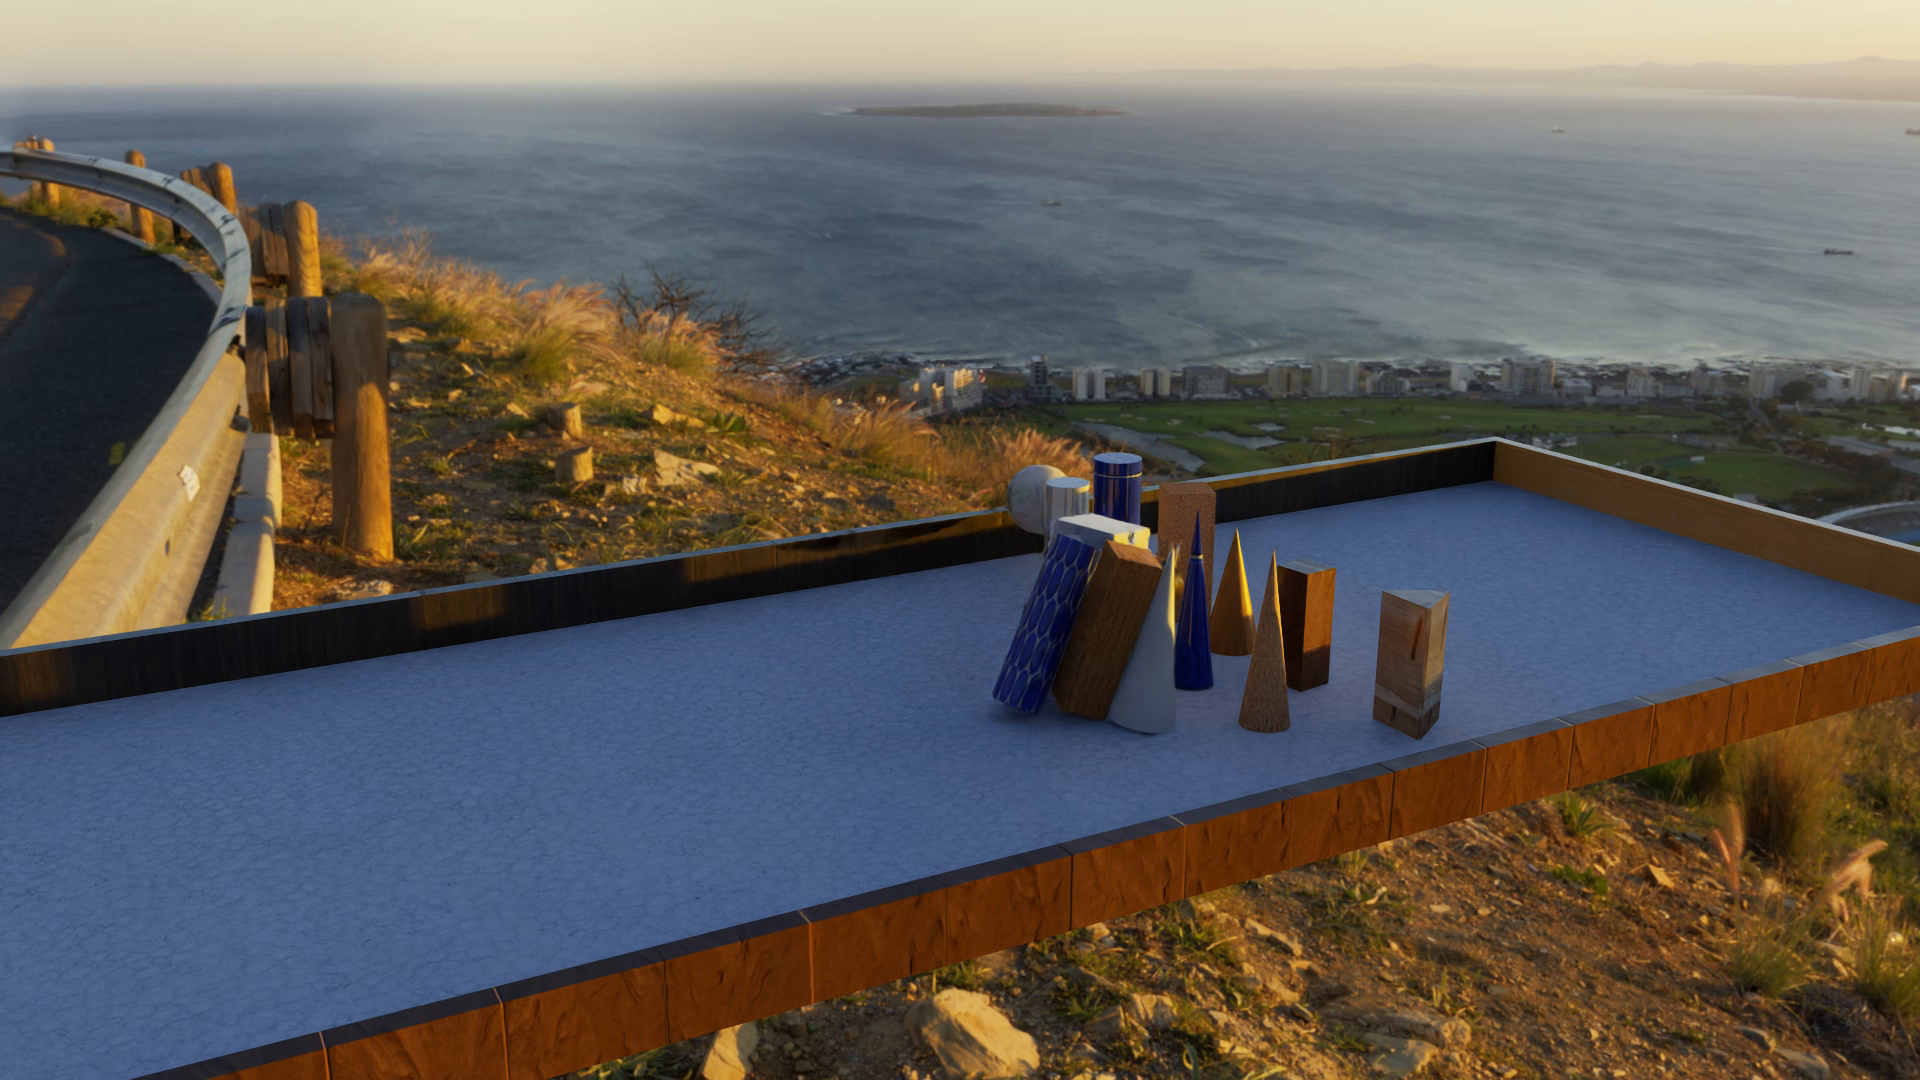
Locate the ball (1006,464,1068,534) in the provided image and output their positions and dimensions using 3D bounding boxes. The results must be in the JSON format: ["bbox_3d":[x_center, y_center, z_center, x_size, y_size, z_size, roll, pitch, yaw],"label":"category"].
[{"bbox_3d":[0.244,-0.124,5.007,0.213,0.213,0.213,0,16,0],"label":"ball"}]

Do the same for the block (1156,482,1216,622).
[{"bbox_3d":[0.626,0.033,4.589,0.128,0.368,0.128,-2,16,-6],"label":"block"}]

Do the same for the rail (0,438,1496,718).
[{"bbox_3d":[-3.305,0.497,3.399,12.000,0.150,0.050,-9,18,-27],"label":"rail"}]

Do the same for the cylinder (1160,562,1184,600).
[{"bbox_3d":[0.400,0.165,4.361,0.424,0.109,0.109,-18,24,-34],"label":"cylinder"}]

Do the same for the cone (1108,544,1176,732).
[{"bbox_3d":[0.458,0.212,3.823,0.160,0.438,0.160,8,16,-2],"label":"cone"}]

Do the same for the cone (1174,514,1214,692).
[{"bbox_3d":[0.579,0.140,4.070,0.113,0.456,0.113,0,16,0],"label":"cone"}]

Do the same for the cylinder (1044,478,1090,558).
[{"bbox_3d":[0.297,0.022,4.610,0.123,0.378,0.123,0,16,0],"label":"cylinder"}]

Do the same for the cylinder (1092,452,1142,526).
[{"bbox_3d":[0.458,-0.050,4.831,0.139,0.391,0.139,0,16,0],"label":"cylinder"}]

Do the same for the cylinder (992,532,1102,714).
[{"bbox_3d":[0.207,0.198,3.919,0.123,0.418,0.123,21,1,-1],"label":"cylinder"}]

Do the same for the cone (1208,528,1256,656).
[{"bbox_3d":[0.721,0.125,4.345,0.150,0.330,0.150,0,16,0],"label":"cone"}]

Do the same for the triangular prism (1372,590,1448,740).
[{"bbox_3d":[1.038,0.279,3.842,0.132,0.318,0.153,10,19,30],"label":"triangular prism"}]

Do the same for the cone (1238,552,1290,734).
[{"bbox_3d":[0.717,0.224,3.826,0.121,0.432,0.121,0,16,0],"label":"cone"}]

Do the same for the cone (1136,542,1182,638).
[{"bbox_3d":[0.513,0.138,4.285,0.113,0.319,0.113,18,24,-8],"label":"cone"}]

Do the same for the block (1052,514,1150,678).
[{"bbox_3d":[0.325,0.153,4.079,0.170,0.397,0.170,16,14,34],"label":"block"}]

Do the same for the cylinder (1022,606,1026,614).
[{"bbox_3d":[0.351,0.204,4.473,0.354,0.107,0.107,-7,18,-23],"label":"cylinder"}]

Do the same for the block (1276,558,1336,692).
[{"bbox_3d":[0.853,0.210,4.101,0.100,0.304,0.100,-12,20,-34],"label":"block"}]

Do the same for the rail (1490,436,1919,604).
[{"bbox_3d":[2.466,-0.048,5.253,0.050,0.150,2.100,-9,18,-27],"label":"rail"}]

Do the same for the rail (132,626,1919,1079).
[{"bbox_3d":[-2.336,1.006,1.665,12.000,0.150,0.050,-9,18,-27],"label":"rail"}]

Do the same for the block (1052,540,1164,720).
[{"bbox_3d":[0.342,0.213,3.876,0.112,0.401,0.112,14,19,-15],"label":"block"}]
